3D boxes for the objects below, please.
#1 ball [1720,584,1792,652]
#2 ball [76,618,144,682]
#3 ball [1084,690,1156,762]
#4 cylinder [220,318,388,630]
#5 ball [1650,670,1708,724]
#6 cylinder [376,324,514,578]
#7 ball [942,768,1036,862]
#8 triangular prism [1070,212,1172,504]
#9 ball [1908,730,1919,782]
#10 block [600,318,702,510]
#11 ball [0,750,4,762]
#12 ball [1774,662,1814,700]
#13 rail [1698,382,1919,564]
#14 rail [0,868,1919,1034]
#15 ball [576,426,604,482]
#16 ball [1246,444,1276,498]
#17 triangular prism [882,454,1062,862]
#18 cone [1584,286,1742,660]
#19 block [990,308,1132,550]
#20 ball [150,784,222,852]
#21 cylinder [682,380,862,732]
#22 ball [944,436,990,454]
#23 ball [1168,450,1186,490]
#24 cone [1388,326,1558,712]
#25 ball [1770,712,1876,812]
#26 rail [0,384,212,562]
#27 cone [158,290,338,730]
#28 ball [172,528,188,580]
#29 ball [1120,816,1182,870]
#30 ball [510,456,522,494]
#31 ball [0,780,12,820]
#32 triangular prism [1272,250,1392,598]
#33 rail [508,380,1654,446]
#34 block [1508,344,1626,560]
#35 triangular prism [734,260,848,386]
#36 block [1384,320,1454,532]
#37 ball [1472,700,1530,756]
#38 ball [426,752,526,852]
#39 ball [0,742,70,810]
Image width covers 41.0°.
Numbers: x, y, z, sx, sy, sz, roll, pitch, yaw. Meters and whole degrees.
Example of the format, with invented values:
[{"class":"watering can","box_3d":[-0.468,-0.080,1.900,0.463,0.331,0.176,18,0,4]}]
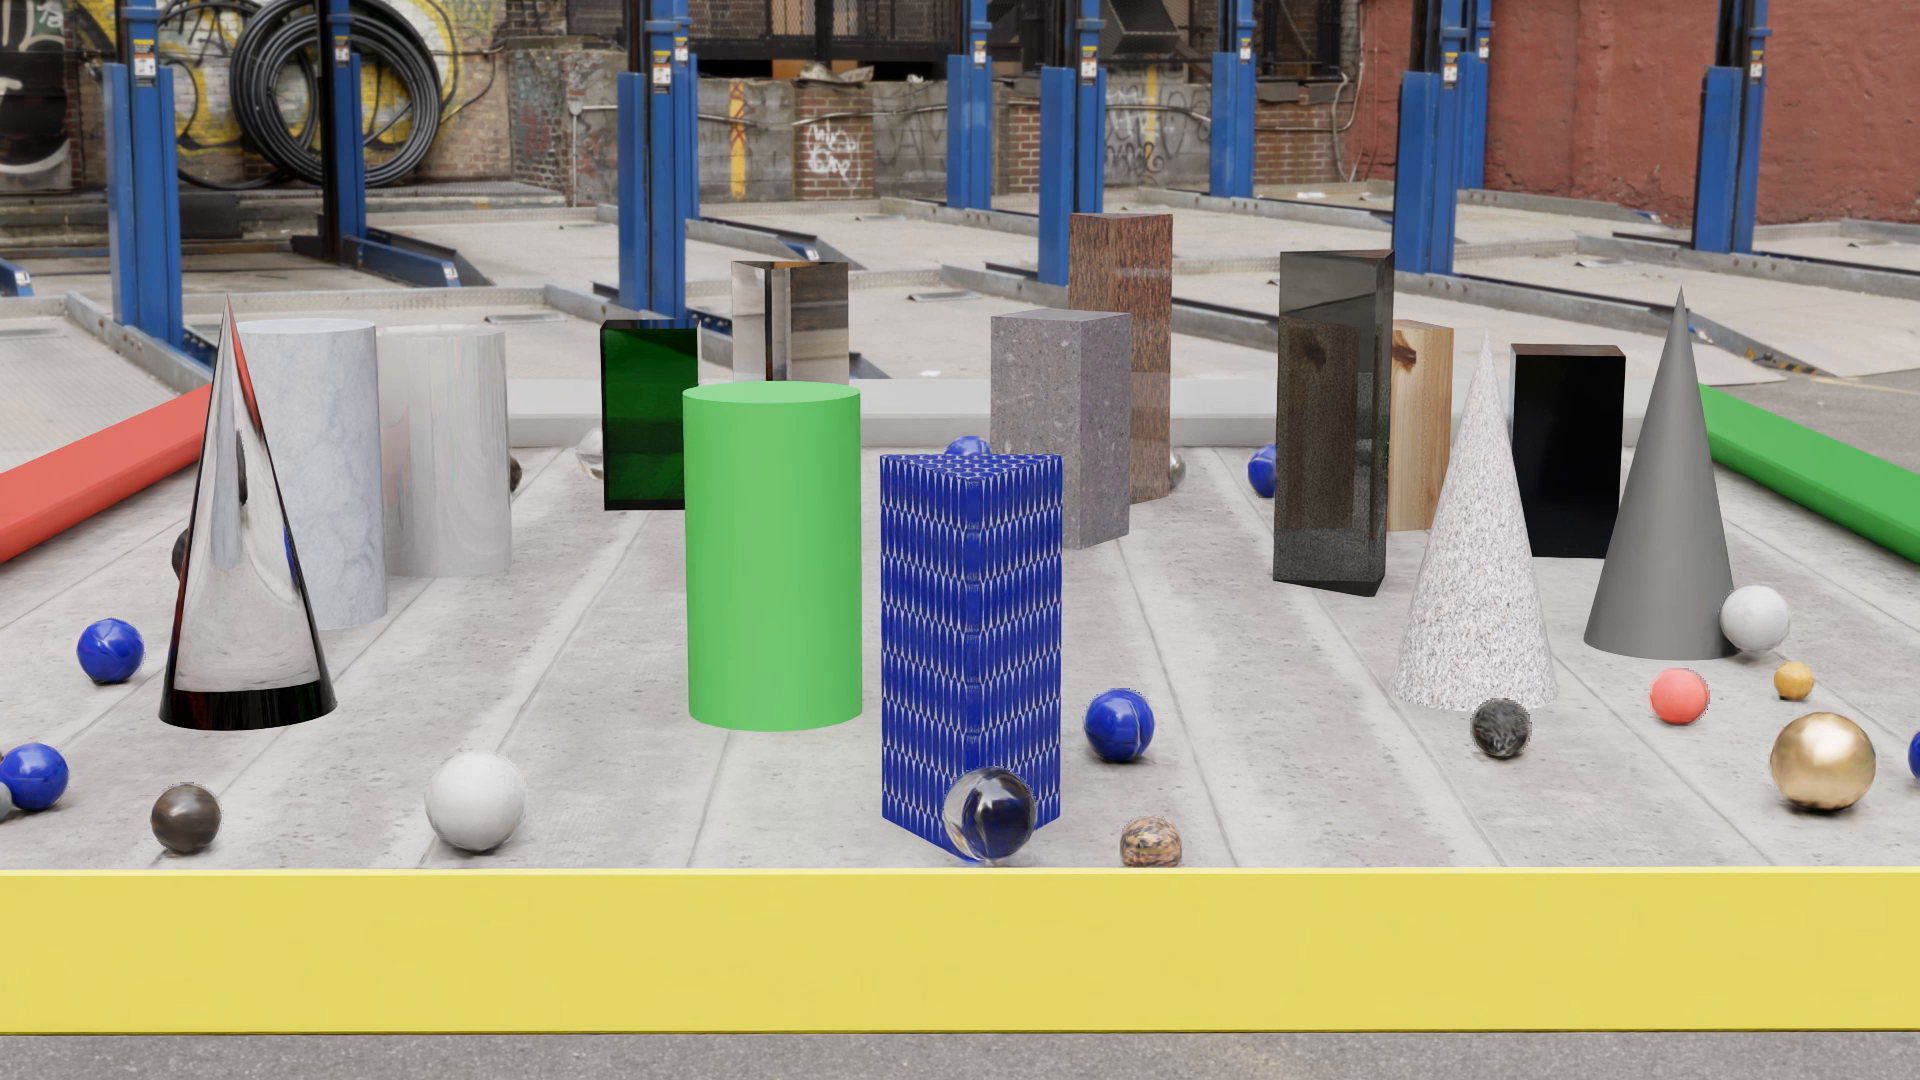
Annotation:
[{"class":"ball","box_3d":[0.983,0.097,3.169,0.084,0.084,0.084,0,10,0]},{"class":"ball","box_3d":[-1.014,0.132,3.063,0.077,0.077,0.077,0,10,0]},{"class":"ball","box_3d":[0.169,0.197,2.719,0.075,0.075,0.075,0,10,0]},{"class":"cylinder","box_3d":[-0.870,-0.090,3.406,0.199,0.389,0.199,0,10,0]},{"class":"ball","box_3d":[0.804,0.176,2.870,0.061,0.061,0.061,0,10,0]},{"class":"cylinder","box_3d":[-0.761,-0.134,3.760,0.199,0.346,0.199,0,10,0]},{"class":"ball","box_3d":[0.027,0.249,2.327,0.085,0.085,0.085,0,10,0]},{"class":"triangular prism","box_3d":[0.244,-0.308,4.332,0.149,0.480,0.172,8,13,38]},{"class":"ball","box_3d":[0.999,0.219,2.599,0.074,0.074,0.074,0,10,0]},{"class":"block","box_3d":[-0.515,-0.212,4.304,0.159,0.302,0.159,-1,11,-4]},{"class":"ball","box_3d":[-1.001,0.230,2.632,0.041,0.041,0.041,0,10,0]},{"class":"ball","box_3d":[0.969,0.163,2.981,0.045,0.045,0.045,0,10,0]},{"class":"rail","box_3d":[1.397,0.032,3.457,0.045,0.129,3.066,0,10,0]},{"class":"rail","box_3d":[0.009,0.308,1.965,2.841,0.129,0.045,0,10,0]},{"class":"ball","box_3d":[-0.630,-0.152,4.546,0.097,0.097,0.097,0,10,0]},{"class":"ball","box_3d":[0.534,-0.116,4.362,0.092,0.092,0.092,0,10,0]},{"class":"triangular prism","box_3d":[0.033,0.101,2.455,0.149,0.359,0.172,-6,12,-30]},{"class":"cone","box_3d":[0.898,-0.094,3.236,0.199,0.458,0.199,0,10,0]},{"class":"block","box_3d":[0.157,-0.176,3.981,0.159,0.348,0.159,7,12,31]},{"class":"ball","box_3d":[-0.725,0.261,2.403,0.064,0.064,0.064,0,10,0]},{"class":"cylinder","box_3d":[-0.211,0.014,2.906,0.199,0.366,0.199,0,10,0]},{"class":"ball","box_3d":[0.017,-0.135,4.461,0.094,0.094,0.094,0,10,0]},{"class":"ball","box_3d":[0.356,-0.120,4.429,0.070,0.070,0.070,0,10,0]},{"class":"cone","box_3d":[0.605,-0.035,2.985,0.199,0.433,0.199,0,10,0]},{"class":"ball","box_3d":[0.851,0.219,2.530,0.099,0.099,0.099,0,10,0]},{"class":"rail","box_3d":[-1.397,0.035,3.441,0.045,0.129,3.066,0,10,0]},{"class":"cone","box_3d":[-0.816,-0.042,2.898,0.199,0.479,0.199,0,10,0]},{"class":"ball","box_3d":[-1.013,0.024,3.462,0.098,0.098,0.098,0,10,0]},{"class":"ball","box_3d":[0.173,0.279,2.324,0.057,0.057,0.057,0,10,0]},{"class":"ball","box_3d":[-0.788,-0.112,4.395,0.074,0.074,0.074,0,10,0]},{"class":"ball","box_3d":[-0.945,0.253,2.495,0.044,0.044,0.044,0,10,0]},{"class":"triangular prism","box_3d":[0.561,-0.172,3.629,0.172,0.469,0.149,10,15,44]},{"class":"rail","box_3d":[-0.009,-0.241,4.933,2.841,0.129,0.045,0,10,0]},{"class":"block","box_3d":[0.915,-0.137,3.894,0.159,0.304,0.159,2,11,9]},{"class":"triangular prism","box_3d":[-0.276,-0.186,3.778,0.149,0.442,0.172,8,13,38]},{"class":"block","box_3d":[0.676,-0.185,4.110,0.159,0.319,0.159,-3,11,-18]},{"class":"ball","box_3d":[0.577,0.201,2.737,0.060,0.060,0.060,0,10,0]},{"class":"ball","box_3d":[-0.454,0.245,2.406,0.093,0.093,0.093,0,10,0]},{"class":"ball","box_3d":[-0.917,0.234,2.539,0.067,0.067,0.067,0,10,0]}]
